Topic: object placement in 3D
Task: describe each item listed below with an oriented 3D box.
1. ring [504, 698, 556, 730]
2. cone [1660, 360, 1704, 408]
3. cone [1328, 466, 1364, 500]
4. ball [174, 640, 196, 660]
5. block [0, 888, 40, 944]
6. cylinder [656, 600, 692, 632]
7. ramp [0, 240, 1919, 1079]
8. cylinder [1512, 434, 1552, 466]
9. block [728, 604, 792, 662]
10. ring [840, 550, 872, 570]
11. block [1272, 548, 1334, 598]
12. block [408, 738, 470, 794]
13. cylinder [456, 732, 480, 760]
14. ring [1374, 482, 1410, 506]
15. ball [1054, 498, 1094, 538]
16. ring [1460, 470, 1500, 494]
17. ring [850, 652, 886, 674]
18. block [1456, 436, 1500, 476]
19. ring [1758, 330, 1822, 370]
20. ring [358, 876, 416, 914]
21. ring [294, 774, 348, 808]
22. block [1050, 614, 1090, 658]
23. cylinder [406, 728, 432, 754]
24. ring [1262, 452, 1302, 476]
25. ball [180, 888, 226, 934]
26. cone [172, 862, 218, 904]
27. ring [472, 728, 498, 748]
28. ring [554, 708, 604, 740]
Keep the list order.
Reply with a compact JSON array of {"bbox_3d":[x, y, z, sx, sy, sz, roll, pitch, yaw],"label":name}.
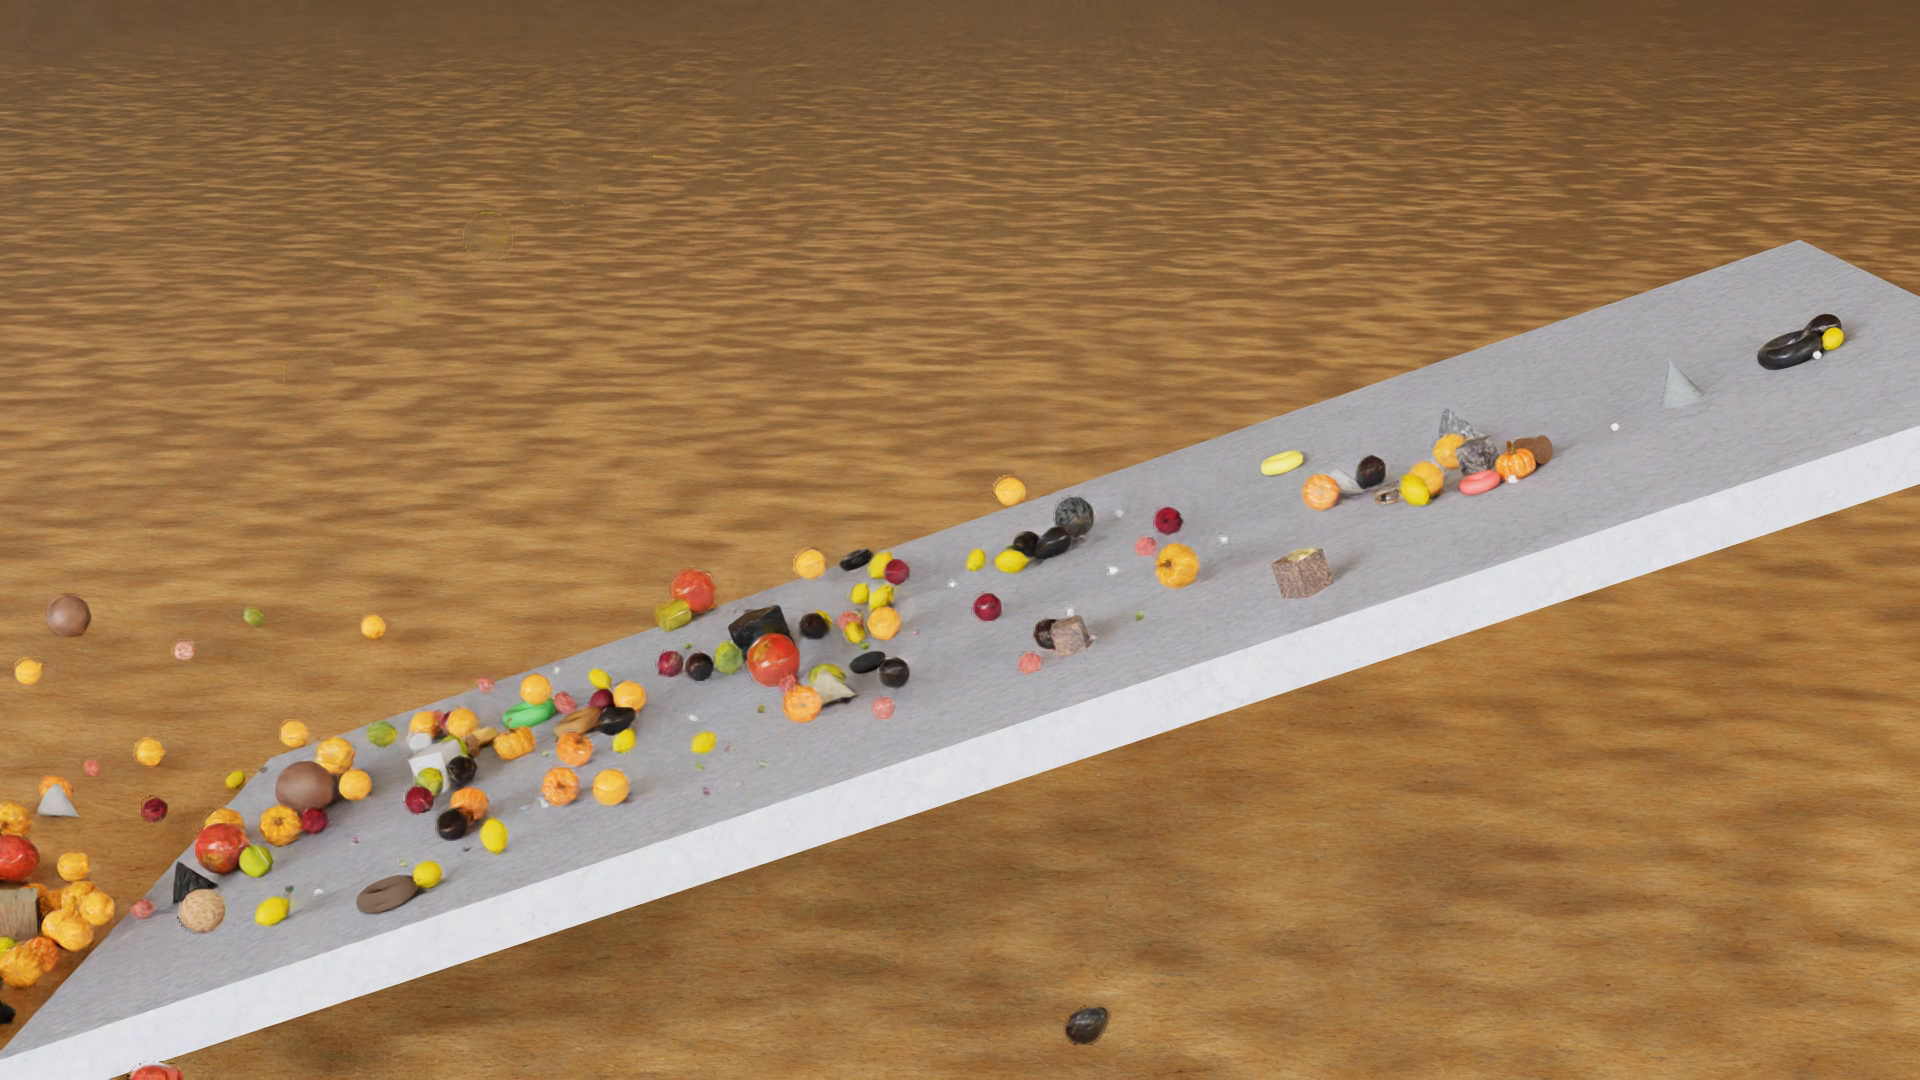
[{"bbox_3d":[-0.995,0.401,6.789,0.128,0.043,0.128,-19,12,4],"label":"ring"},{"bbox_3d":[1.438,-0.322,5.908,0.088,0.088,0.088,-19,11,4],"label":"cone"},{"bbox_3d":[0.812,-0.109,6.120,0.072,0.072,0.072,17,18,22],"label":"cone"},{"bbox_3d":[-2.317,0.330,8.789,0.061,0.061,0.061,0,12,0],"label":"ball"},{"bbox_3d":[-2.076,0.827,6.473,0.090,0.090,0.090,-3,13,-13],"label":"block"},{"bbox_3d":[-0.706,0.187,7.258,0.064,0.064,0.064,-26,24,-27],"label":"cylinder"},{"bbox_3d":[0.111,0.179,6.301,4.000,0.100,2.000,-19,11,6],"label":"ramp"},{"bbox_3d":[1.133,-0.177,5.823,0.057,0.057,0.057,-9,15,-34],"label":"cylinder"},{"bbox_3d":[-0.450,0.211,6.624,0.090,0.090,0.090,-13,13,30],"label":"block"},{"bbox_3d":[-0.255,0.048,7.230,0.086,0.029,0.086,-21,14,6],"label":"ring"},{"bbox_3d":[0.639,0.062,5.493,0.071,0.071,0.071,-27,13,-33],"label":"block"},{"bbox_3d":[-1.147,0.498,6.476,0.083,0.083,0.083,-15,12,22],"label":"block"},{"bbox_3d":[-1.121,0.470,6.640,0.055,0.055,0.055,-24,1,26],"label":"cylinder"},{"bbox_3d":[0.875,-0.094,5.954,0.076,0.025,0.076,-21,14,6],"label":"ring"},{"bbox_3d":[0.256,-0.051,6.583,0.090,0.090,0.090,0,12,0],"label":"ball"},{"bbox_3d":[1.022,-0.113,5.784,0.083,0.028,0.083,-20,12,4],"label":"ring"},{"bbox_3d":[-0.192,0.255,6.131,0.080,0.027,0.080,-18,12,4],"label":"ring"},{"bbox_3d":[1.046,-0.170,5.942,0.058,0.058,0.058,-11,14,39],"label":"block"},{"bbox_3d":[1.668,-0.382,5.911,0.133,0.044,0.133,-23,12,5],"label":"ring"},{"bbox_3d":[-1.098,0.679,5.635,0.120,0.040,0.120,-18,12,4],"label":"ring"},{"bbox_3d":[-1.466,0.577,6.755,0.133,0.044,0.133,-19,11,4],"label":"ring"},{"bbox_3d":[0.212,0.186,5.675,0.058,0.058,0.058,-17,11,13],"label":"block"},{"bbox_3d":[-1.266,0.474,6.881,0.051,0.051,0.051,-6,20,-24],"label":"cylinder"},{"bbox_3d":[0.720,-0.172,6.584,0.098,0.033,0.098,-19,10,3],"label":"ring"},{"bbox_3d":[-1.511,0.740,5.867,0.088,0.088,0.088,0,12,0],"label":"ball"},{"bbox_3d":[-1.629,0.735,6.283,0.092,0.092,0.092,5,11,-12],"label":"cone"},{"bbox_3d":[-1.101,0.456,6.737,0.094,0.031,0.094,-18,12,4],"label":"ring"},{"bbox_3d":[-0.843,0.406,6.506,0.117,0.039,0.117,-20,12,4],"label":"ring"}]
